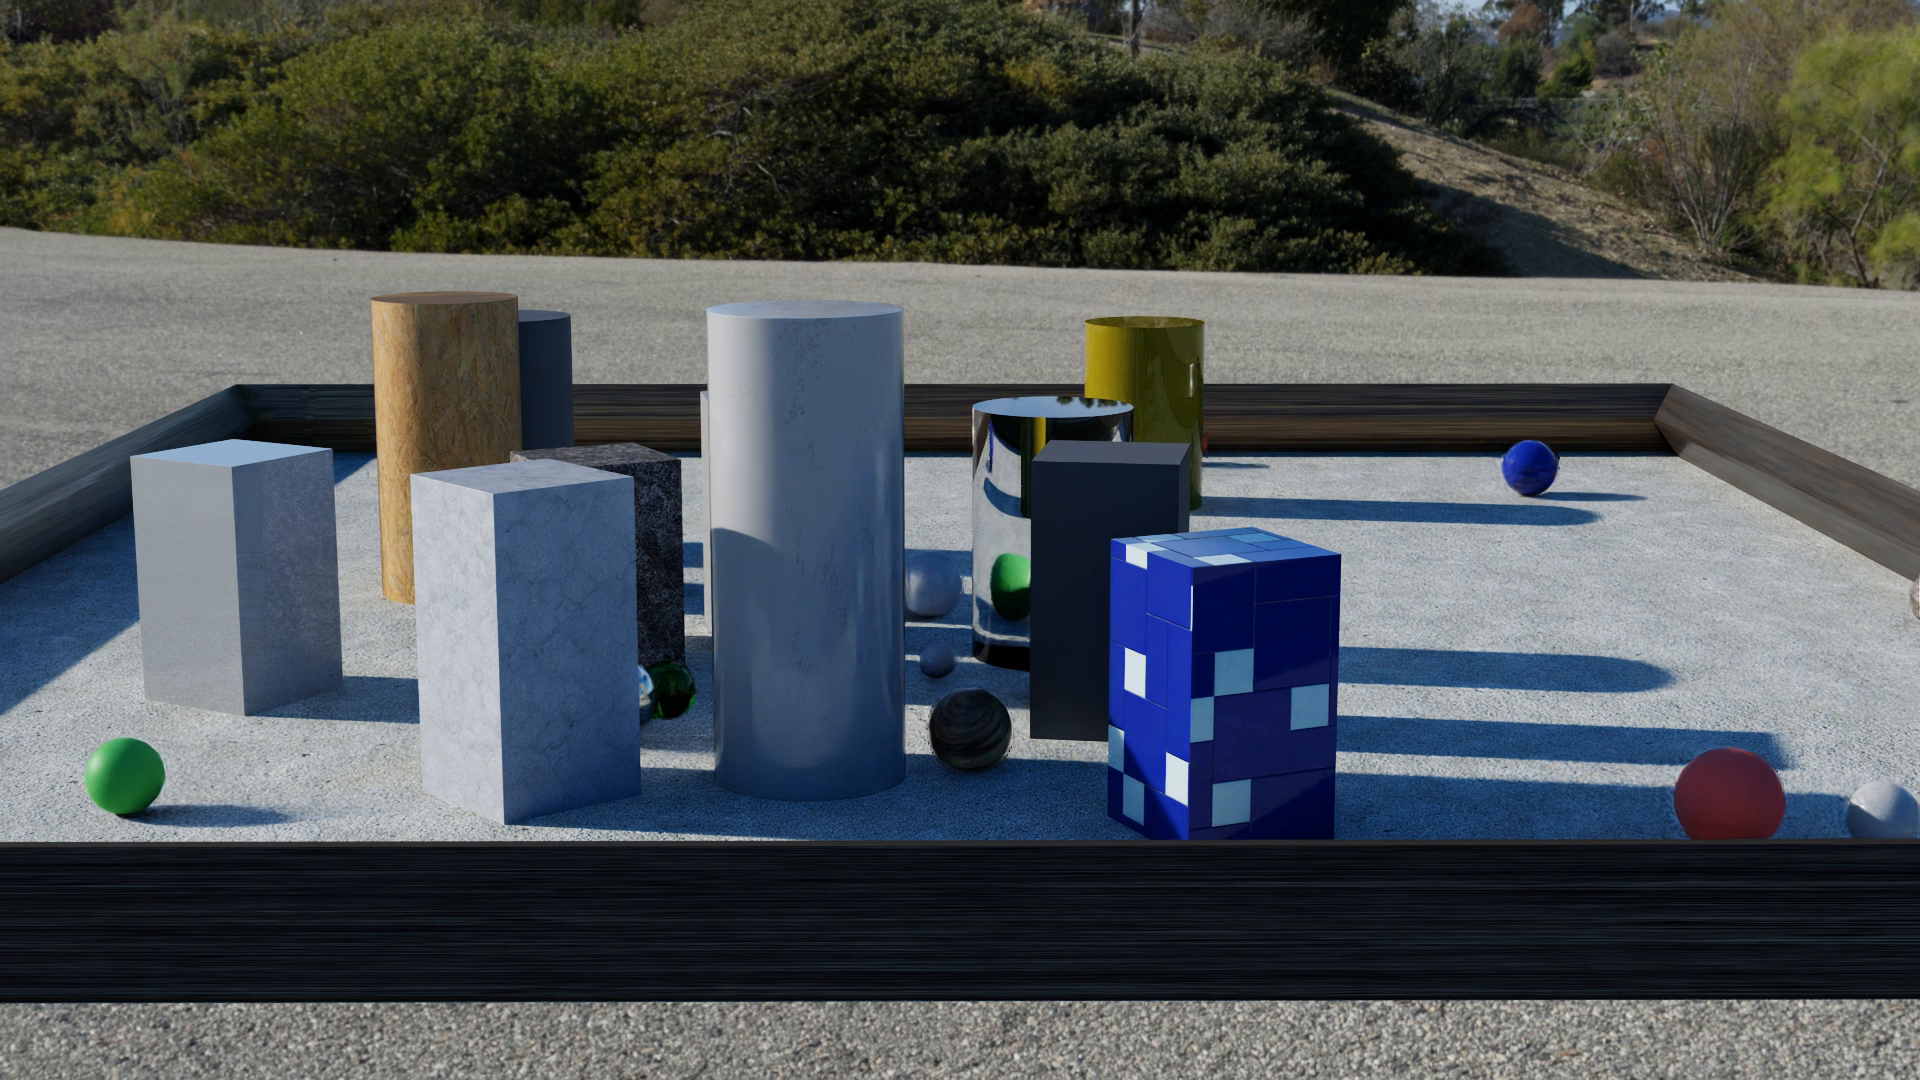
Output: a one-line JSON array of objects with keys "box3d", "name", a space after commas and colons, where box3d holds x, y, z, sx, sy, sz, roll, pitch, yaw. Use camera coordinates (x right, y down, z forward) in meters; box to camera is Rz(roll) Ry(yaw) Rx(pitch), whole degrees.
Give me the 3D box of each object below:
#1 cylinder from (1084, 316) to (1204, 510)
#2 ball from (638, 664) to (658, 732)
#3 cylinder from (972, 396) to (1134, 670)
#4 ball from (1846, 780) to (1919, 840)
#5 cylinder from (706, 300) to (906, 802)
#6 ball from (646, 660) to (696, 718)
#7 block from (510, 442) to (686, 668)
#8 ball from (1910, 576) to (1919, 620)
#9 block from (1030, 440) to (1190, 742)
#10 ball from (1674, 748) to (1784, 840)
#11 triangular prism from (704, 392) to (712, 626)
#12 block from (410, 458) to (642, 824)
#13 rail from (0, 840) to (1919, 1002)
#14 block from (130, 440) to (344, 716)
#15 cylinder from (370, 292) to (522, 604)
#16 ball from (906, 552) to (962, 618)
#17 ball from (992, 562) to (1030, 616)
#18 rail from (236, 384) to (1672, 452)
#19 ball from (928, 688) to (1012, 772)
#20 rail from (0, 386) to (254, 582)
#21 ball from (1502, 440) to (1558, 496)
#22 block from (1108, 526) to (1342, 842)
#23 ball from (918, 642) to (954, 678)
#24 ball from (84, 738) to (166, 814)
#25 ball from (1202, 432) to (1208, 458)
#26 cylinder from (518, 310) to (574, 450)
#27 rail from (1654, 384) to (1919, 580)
[{"box3d": [0.307, -0.211, 4.286, 0.199, 0.307, 0.199, 0, 10, 0], "name": "cylinder"}, {"box3d": [-0.376, 0.173, 2.807, 0.090, 0.090, 0.090, 0, 10, 0], "name": "ball"}, {"box3d": [0.114, -0.011, 3.191, 0.199, 0.312, 0.199, 0, 10, 0], "name": "cylinder"}, {"box3d": [0.865, 0.259, 2.403, 0.067, 0.067, 0.067, 0, 10, 0], "name": "ball"}, {"box3d": [-0.156, 0.006, 2.625, 0.199, 0.485, 0.199, 0, 10, 0], "name": "cylinder"}, {"box3d": [-0.331, 0.169, 2.896, 0.065, 0.065, 0.065, 0, 10, 0], "name": "ball"}, {"box3d": [-0.439, 0.028, 3.109, 0.159, 0.265, 0.159, -6, 12, -27], "name": "block"}, {"box3d": [1.285, 0.076, 3.353, 0.083, 0.083, 0.083, 0, 10, 0], "name": "ball"}, {"box3d": [0.168, 0.054, 2.849, 0.159, 0.308, 0.159, 2, 11, 9], "name": "block"}, {"box3d": [0.719, 0.244, 2.400, 0.099, 0.099, 0.099, 0, 10, 0], "name": "ball"}, {"box3d": [-0.287, -0.034, 3.334, 0.172, 0.306, 0.149, -9, 14, -41], "name": "triangular prism"}, {"box3d": [-0.435, 0.096, 2.574, 0.159, 0.326, 0.159, -9, 14, -40], "name": "block"}, {"box3d": [0.008, 0.295, 2.034, 2.732, 0.129, 0.045, 0, 10, 0], "name": "rail"}, {"box3d": [-0.841, 0.039, 2.990, 0.159, 0.286, 0.159, 6, 12, 29], "name": "block"}, {"box3d": [-0.709, -0.131, 3.565, 0.199, 0.412, 0.199, 0, 10, 0], "name": "cylinder"}, {"box3d": [-0.042, 0.059, 3.428, 0.088, 0.088, 0.088, 0, 10, 0], "name": "ball"}, {"box3d": [0.080, 0.065, 3.436, 0.074, 0.074, 0.074, 0, 10, 0], "name": "ball"}, {"box3d": [-0.008, -0.228, 4.864, 2.732, 0.129, 0.045, 0, 10, 0], "name": "rail"}, {"box3d": [0.011, 0.198, 2.678, 0.087, 0.087, 0.087, 0, 10, 0], "name": "ball"}, {"box3d": [-1.342, 0.035, 3.441, 0.045, 0.129, 2.925, 0, 10, 0], "name": "rail"}, {"box3d": [0.977, -0.124, 4.398, 0.095, 0.095, 0.095, 0, 10, 0], "name": "ball"}, {"box3d": [0.251, 0.142, 2.459, 0.159, 0.277, 0.159, -5, 12, -24], "name": "block"}, {"box3d": [-0.028, 0.145, 3.087, 0.043, 0.043, 0.043, 0, 10, 0], "name": "ball"}, {"box3d": [-0.822, 0.232, 2.527, 0.075, 0.075, 0.075, 0, 10, 0], "name": "ball"}, {"box3d": [0.423, -0.174, 4.740, 0.070, 0.070, 0.070, 0, 10, 0], "name": "ball"}, {"box3d": [-0.685, -0.161, 3.883, 0.199, 0.356, 0.199, 0, 10, 0], "name": "cylinder"}, {"box3d": [1.342, 0.032, 3.456, 0.045, 0.129, 2.925, 0, 10, 0], "name": "rail"}]
